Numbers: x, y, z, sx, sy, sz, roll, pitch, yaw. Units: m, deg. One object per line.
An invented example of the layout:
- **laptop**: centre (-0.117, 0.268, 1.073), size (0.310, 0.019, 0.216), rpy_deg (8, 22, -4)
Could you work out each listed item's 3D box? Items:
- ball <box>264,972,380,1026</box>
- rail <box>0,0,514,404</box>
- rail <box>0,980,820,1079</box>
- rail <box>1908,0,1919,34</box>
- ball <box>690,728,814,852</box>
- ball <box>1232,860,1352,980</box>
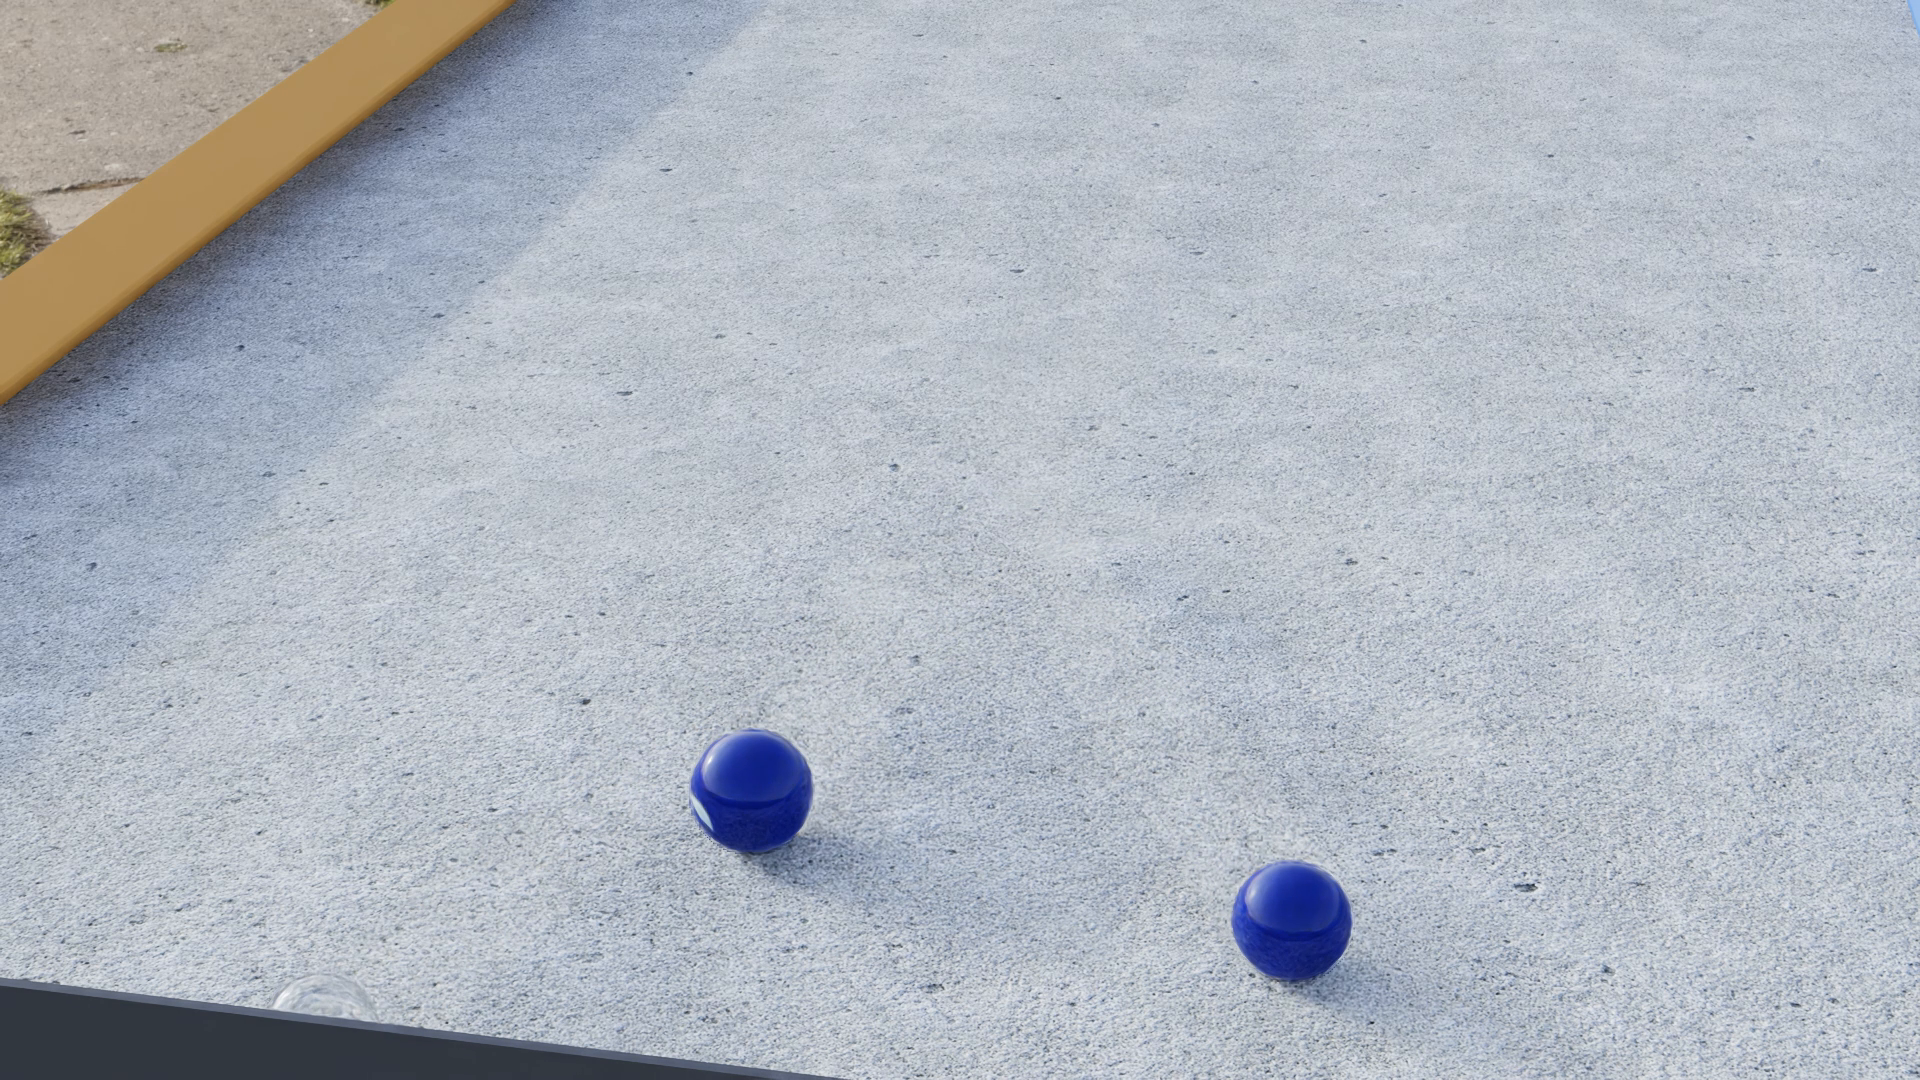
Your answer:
- **ball**: centre (-0.306, 0.236, 1.408), size (0.057, 0.057, 0.057), rpy_deg (0, 25, 0)
- **rail**: centre (-0.588, -0.357, 2.615), size (0.045, 0.088, 2.669), rpy_deg (5, 26, 10)
- **rail**: centre (-0.126, 0.258, 1.325), size (1.514, 0.088, 0.045), rpy_deg (5, 26, 10)
- **rail**: centre (0.850, -0.233, 2.355), size (0.045, 0.088, 2.669), rpy_deg (5, 26, 10)
- **ball**: centre (-0.113, 0.137, 1.605), size (0.068, 0.068, 0.068), rpy_deg (0, 25, 0)
- **ball**: centre (0.169, 0.193, 1.494), size (0.061, 0.061, 0.061), rpy_deg (0, 25, 0)
